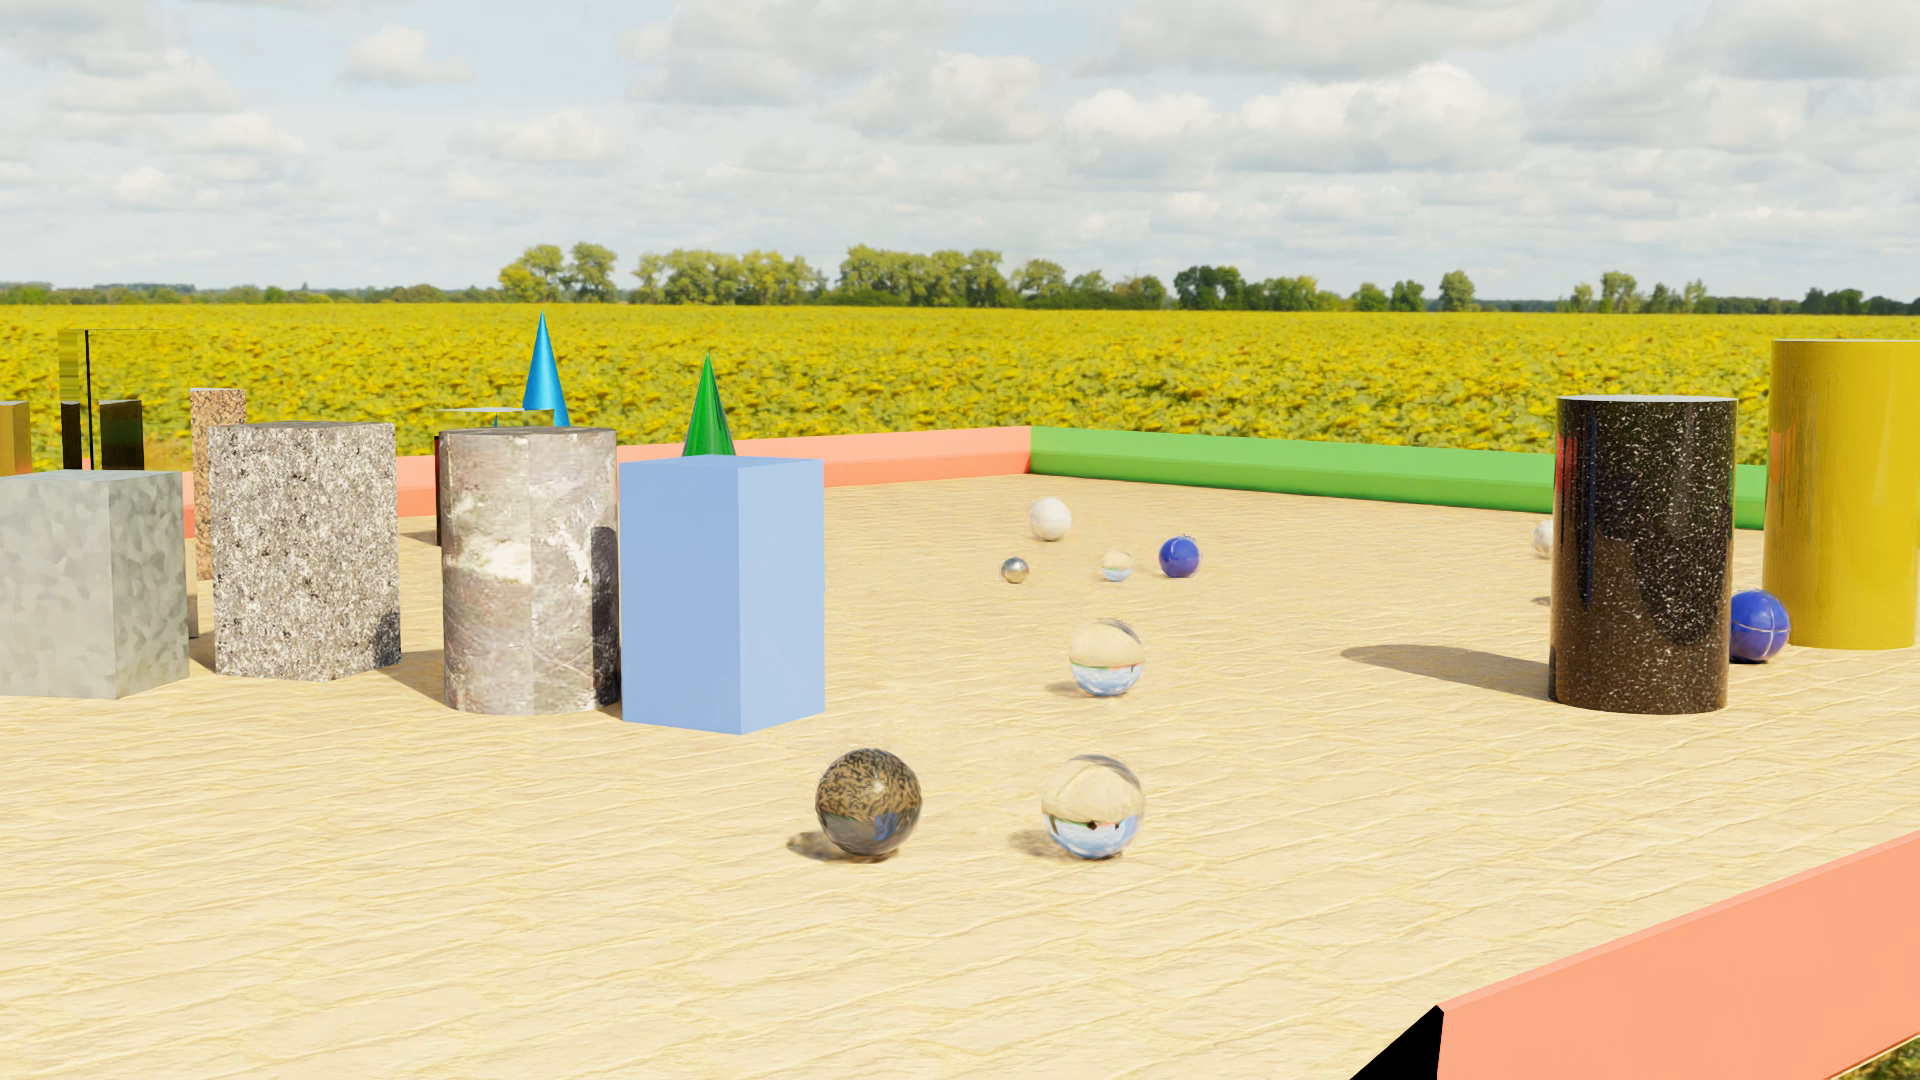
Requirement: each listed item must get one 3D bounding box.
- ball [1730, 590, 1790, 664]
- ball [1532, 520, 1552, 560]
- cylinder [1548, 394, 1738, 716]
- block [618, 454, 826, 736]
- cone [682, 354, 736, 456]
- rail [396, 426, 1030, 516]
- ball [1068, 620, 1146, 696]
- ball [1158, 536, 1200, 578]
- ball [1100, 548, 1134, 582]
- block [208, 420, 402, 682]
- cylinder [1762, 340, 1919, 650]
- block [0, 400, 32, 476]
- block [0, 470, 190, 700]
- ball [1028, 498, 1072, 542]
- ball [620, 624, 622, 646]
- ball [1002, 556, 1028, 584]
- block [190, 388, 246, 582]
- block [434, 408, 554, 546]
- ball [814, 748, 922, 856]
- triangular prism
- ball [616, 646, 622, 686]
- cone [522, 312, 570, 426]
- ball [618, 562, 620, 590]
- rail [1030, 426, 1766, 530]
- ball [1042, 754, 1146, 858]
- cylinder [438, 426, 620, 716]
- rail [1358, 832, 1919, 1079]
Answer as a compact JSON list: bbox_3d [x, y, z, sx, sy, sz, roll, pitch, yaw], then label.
[{"bbox_3d":[1.003,0.110,2.785,0.092,0.092,0.092,0,6,0],"label":"ball"},{"bbox_3d":[1.063,-0.001,3.945,0.072,0.072,0.072,0,6,0],"label":"ball"},{"bbox_3d":[0.778,0.011,2.509,0.198,0.346,0.198,0,6,0],"label":"cylinder"},{"bbox_3d":[-0.259,0.054,2.406,0.158,0.282,0.158,3,7,30],"label":"block"},{"bbox_3d":[-0.437,-0.141,3.825,0.198,0.376,0.198,0,6,0],"label":"cone"},{"bbox_3d":[-1.250,-0.107,4.680,3.973,0.129,0.045,-5,8,-42],"label":"rail"},{"bbox_3d":[0.170,0.137,2.543,0.089,0.089,0.089,0,6,0],"label":"ball"},{"bbox_3d":[0.365,0.030,3.659,0.071,0.071,0.071,0,6,0],"label":"ball"},{"bbox_3d":[0.259,0.042,3.618,0.054,0.054,0.054,0,6,0],"label":"ball"},{"bbox_3d":[-0.810,0.009,2.727,0.158,0.305,0.158,2,6,20],"label":"block"},{"bbox_3d":[1.193,-0.067,2.970,0.198,0.405,0.198,0,6,0],"label":"cylinder"},{"bbox_3d":[-1.469,-0.048,3.258,0.158,0.308,0.158,-2,6,-14],"label":"block"},{"bbox_3d":[-1.031,0.049,2.603,0.158,0.252,0.158,1,6,11],"label":"block"},{"bbox_3d":[0.174,-0.039,4.249,0.084,0.084,0.084,0,6,0],"label":"ball"},{"bbox_3d":[-0.434,0.130,2.813,0.047,0.047,0.047,0,6,0],"label":"ball"},{"bbox_3d":[0.090,0.050,3.588,0.045,0.045,0.045,0,6,0],"label":"ball"},{"bbox_3d":[-1.308,-0.095,3.681,0.158,0.313,0.158,4,7,32],"label":"block"},{"bbox_3d":[-0.882,-0.119,4.179,0.158,0.258,0.158,4,7,30],"label":"block"},{"bbox_3d":[-0.074,0.213,1.784,0.087,0.087,0.087,0,6,0],"label":"ball"},{"bbox_3d":[-1.105,-0.072,2.949,0.148,0.419,0.171,-3,7,-30],"label":"triangular prism"},{"bbox_3d":[-0.349,0.142,2.503,0.086,0.086,0.086,0,6,0],"label":"ball"},{"bbox_3d":[-0.839,-0.242,4.440,0.198,0.449,0.198,0,6,0],"label":"cone"},{"bbox_3d":[-0.521,0.069,3.214,0.084,0.084,0.084,0,6,0],"label":"ball"},{"bbox_3d":[1.443,-0.105,4.656,0.045,0.129,3.735,-5,8,-42],"label":"rail"},{"bbox_3d":[0.109,0.217,1.794,0.085,0.085,0.085,0,6,0],"label":"ball"},{"bbox_3d":[-0.489,0.030,2.508,0.198,0.309,0.198,0,6,0],"label":"cylinder"},{"bbox_3d":[1.250,0.174,1.984,3.973,0.129,0.045,-5,8,-42],"label":"rail"}]
